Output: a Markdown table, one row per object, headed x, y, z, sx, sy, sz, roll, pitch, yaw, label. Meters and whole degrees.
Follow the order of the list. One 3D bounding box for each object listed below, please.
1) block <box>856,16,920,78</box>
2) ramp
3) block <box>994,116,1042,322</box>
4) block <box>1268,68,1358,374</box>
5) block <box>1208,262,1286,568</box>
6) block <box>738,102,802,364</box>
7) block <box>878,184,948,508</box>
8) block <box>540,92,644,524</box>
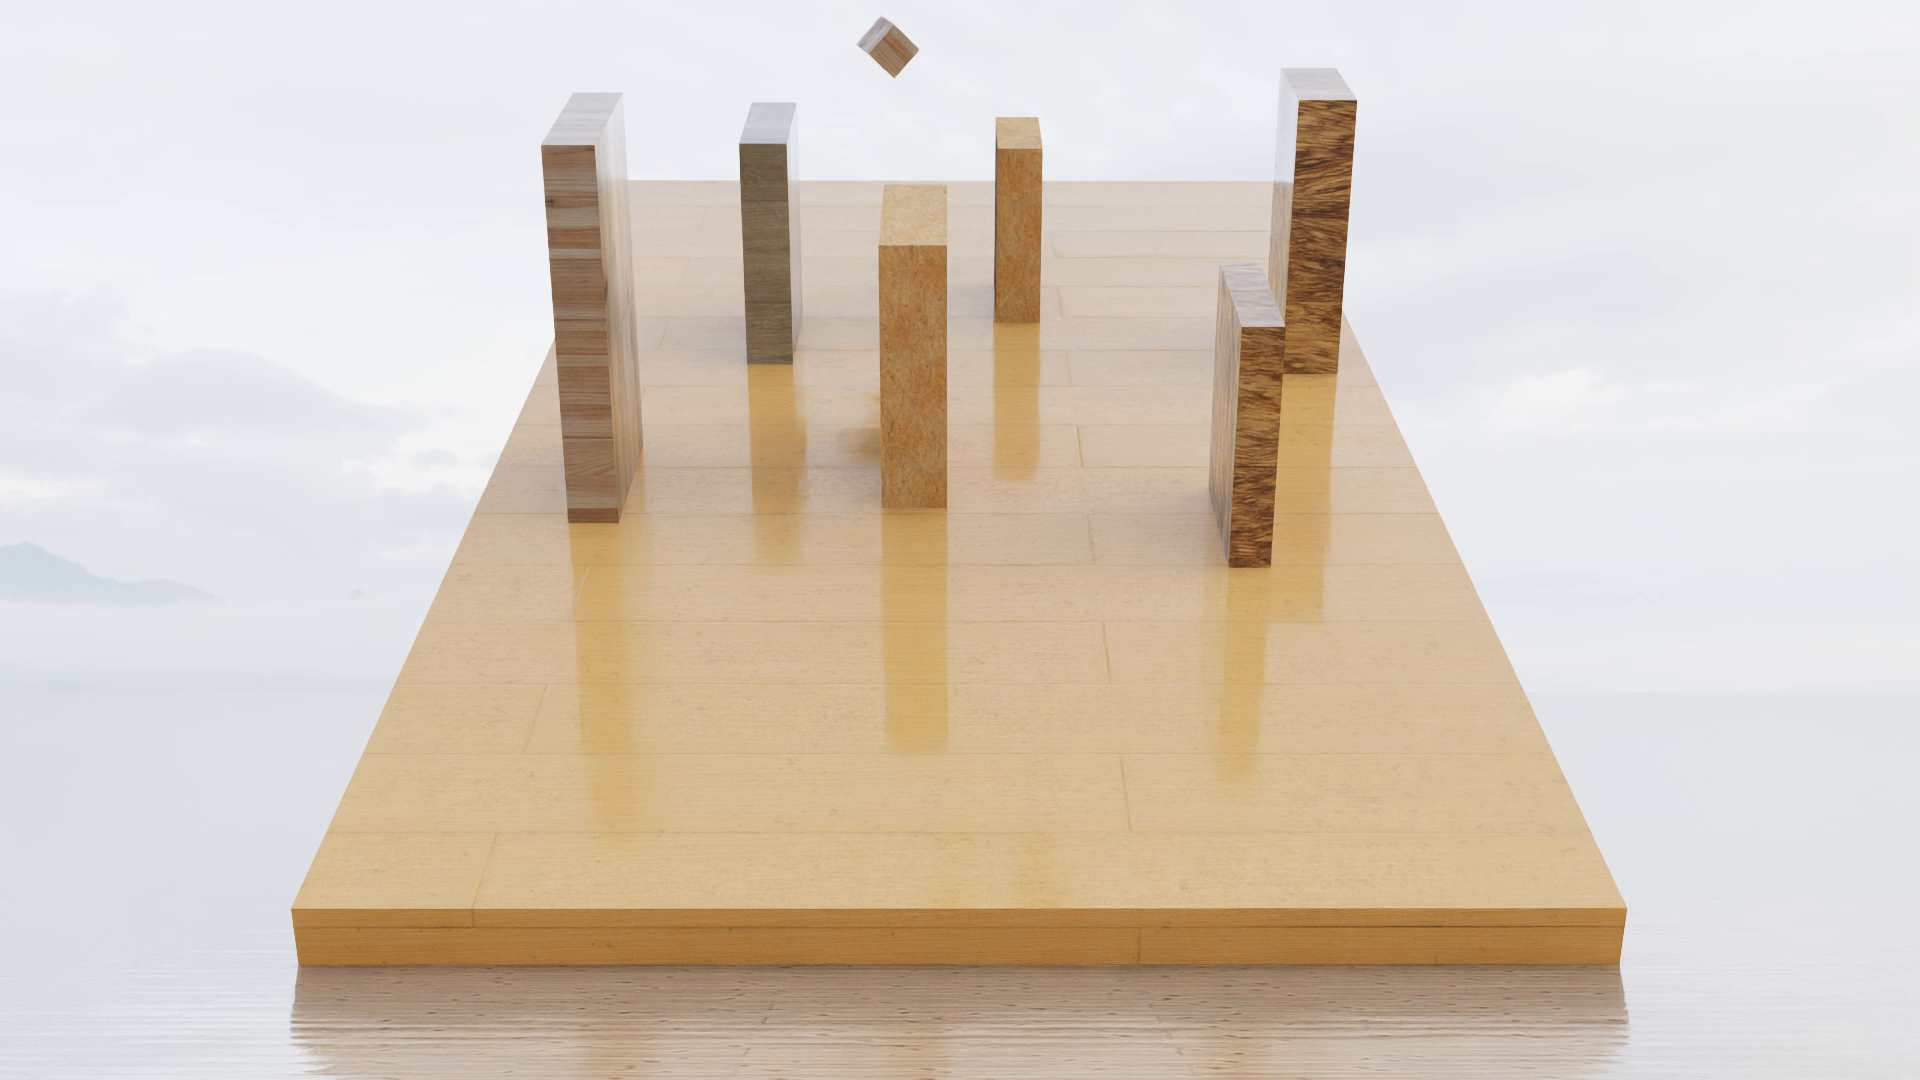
| x | y | z | sx | sy | sz | roll | pitch | yaw | label |
| --- | --- | --- | --- | --- | --- | --- | --- | --- | --- |
| -0.201 | -1.370 | 6.478 | 0.107 | 0.107 | 0.107 | 39 | 6 | -33 | block |
| -0.008 | -0.229 | 5.331 | 2.000 | 0.100 | 4.000 | 0 | 24 | 0 | ramp |
| 0.147 | -0.822 | 5.974 | 0.111 | 0.452 | 0.314 | 0 | 24 | 0 | block |
| 0.838 | -0.768 | 5.600 | 0.134 | 0.664 | 0.326 | 0 | 24 | 0 | block |
| 0.570 | -0.255 | 4.666 | 0.083 | 0.500 | 0.398 | 0 | 24 | 0 | block |
| -0.459 | -0.755 | 5.708 | 0.112 | 0.545 | 0.396 | 0 | 24 | 0 | block |
| -0.095 | -0.416 | 4.935 | 0.136 | 0.567 | 0.441 | 0 | 24 | 0 | block |
| -0.751 | -0.482 | 4.808 | 0.103 | 0.790 | 0.423 | 0 | 24 | 0 | block |
